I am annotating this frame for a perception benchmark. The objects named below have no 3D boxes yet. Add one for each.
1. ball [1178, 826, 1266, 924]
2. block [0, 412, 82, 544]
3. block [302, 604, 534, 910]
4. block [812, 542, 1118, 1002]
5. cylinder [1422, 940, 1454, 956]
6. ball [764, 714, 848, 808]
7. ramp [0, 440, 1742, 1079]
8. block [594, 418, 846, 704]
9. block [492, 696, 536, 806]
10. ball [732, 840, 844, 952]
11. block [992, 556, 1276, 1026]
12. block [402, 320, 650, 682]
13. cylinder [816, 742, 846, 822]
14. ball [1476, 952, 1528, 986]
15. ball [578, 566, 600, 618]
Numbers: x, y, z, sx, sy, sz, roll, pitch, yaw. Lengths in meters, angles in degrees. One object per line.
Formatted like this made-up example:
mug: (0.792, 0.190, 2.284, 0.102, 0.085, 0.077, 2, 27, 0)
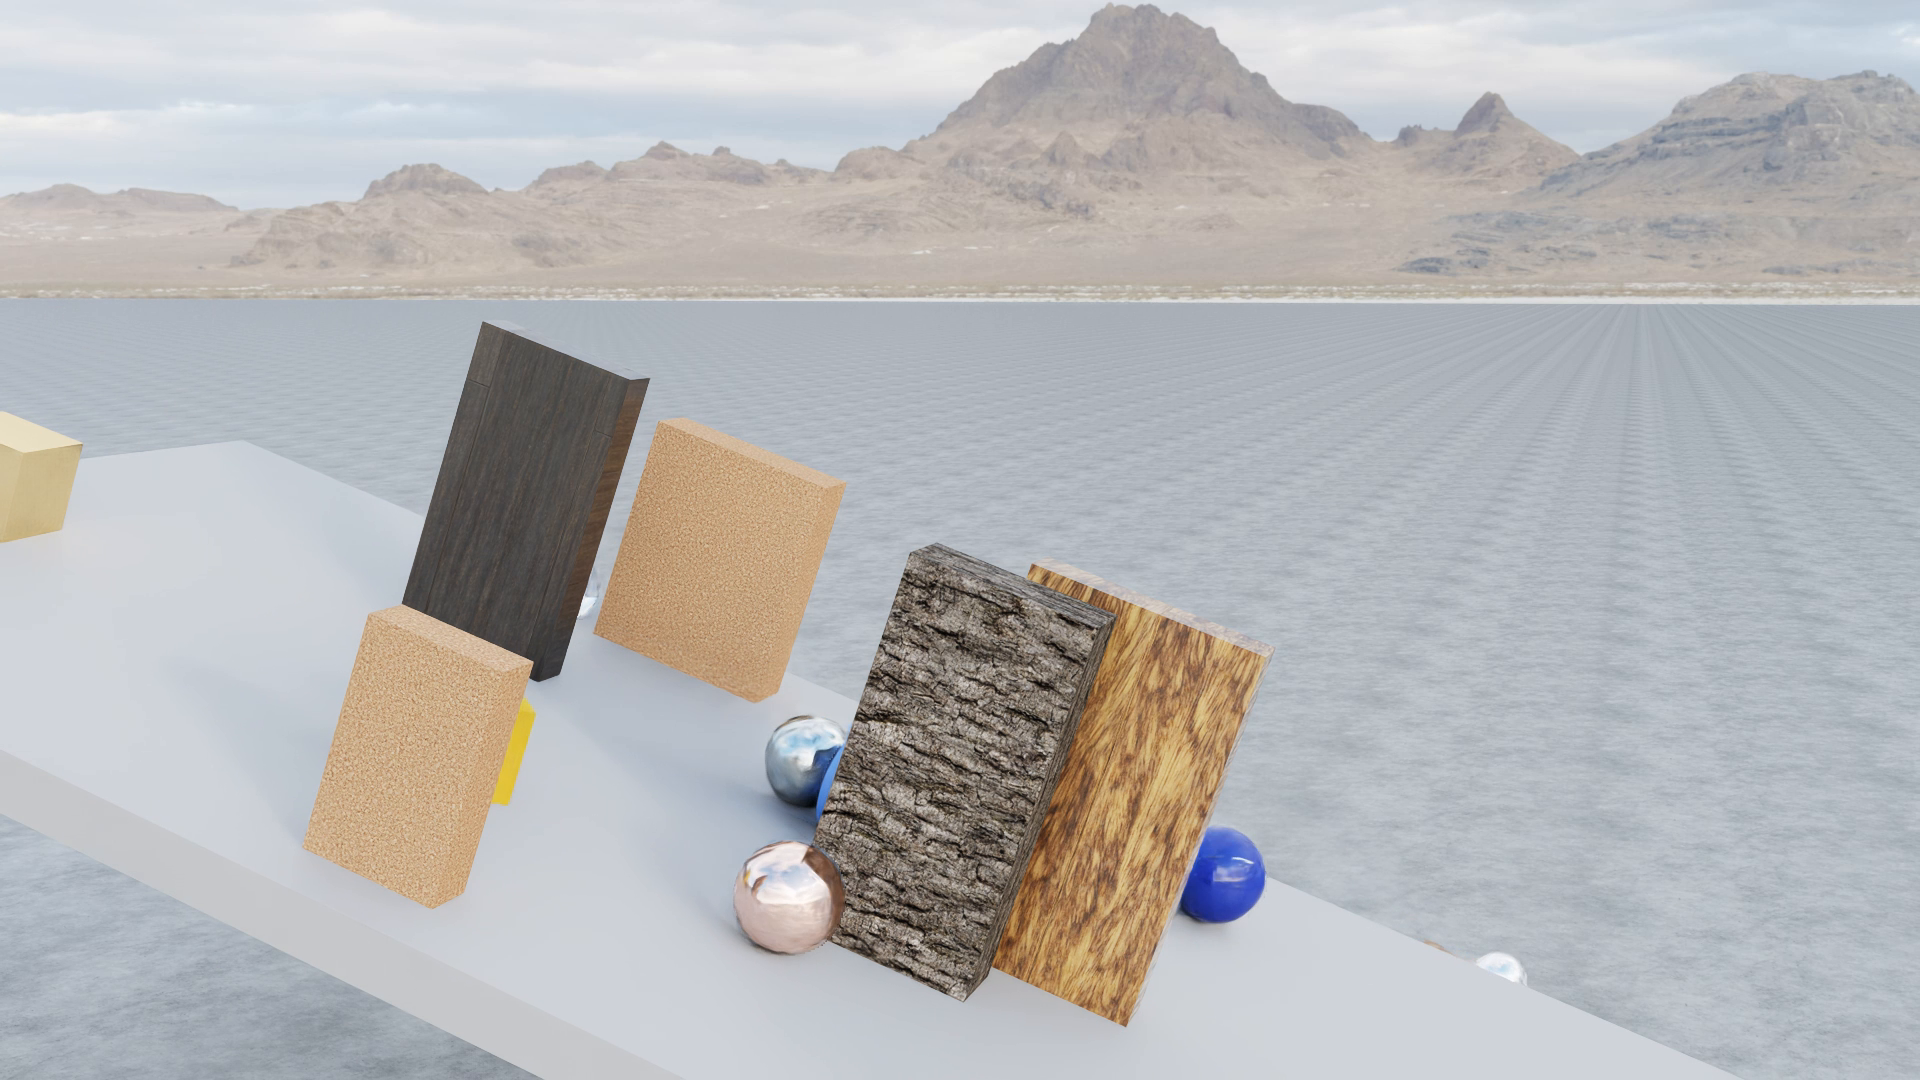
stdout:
ball: (0.530, 0.691, 4.540, 0.201, 0.201, 0.201, 0, 7, 0)
block: (-1.938, -0.130, 4.452, 0.192, 0.192, 0.192, 21, 12, 9)
block: (-0.860, 0.341, 3.484, 0.245, 0.408, 0.099, 22, 12, 14)
block: (-0.017, 0.399, 3.809, 0.346, 0.700, 0.147, 22, 12, 14)
cylinder: (1.171, 1.097, 5.357, 0.177, 0.177, 0.177, -4, 21, -31)
ball: (-0.301, 0.443, 4.412, 0.186, 0.186, 0.186, 0, 7, 0)
ramp: (-0.340, 0.629, 4.215, 4.000, 0.100, 2.000, 22, 12, 14)
block: (-0.549, 0.042, 5.008, 0.423, 0.521, 0.138, 22, 12, 14)
block: (-0.896, 0.345, 3.954, 0.181, 0.181, 0.181, 12, 14, -30)
ball: (-0.290, 0.603, 3.718, 0.187, 0.187, 0.187, 0, 7, 0)
block: (0.225, 0.446, 3.924, 0.439, 0.718, 0.105, 22, 12, 14)
block: (-0.922, -0.083, 4.628, 0.353, 0.675, 0.096, 22, 12, 14)
cylinder: (-0.137, 0.508, 4.320, 0.208, 0.208, 0.208, 24, 15, 21)
ball: (1.364, 1.112, 5.563, 0.139, 0.139, 0.139, 0, 7, 0)
ball: (-0.909, 0.104, 5.050, 0.162, 0.162, 0.162, 0, 7, 0)
